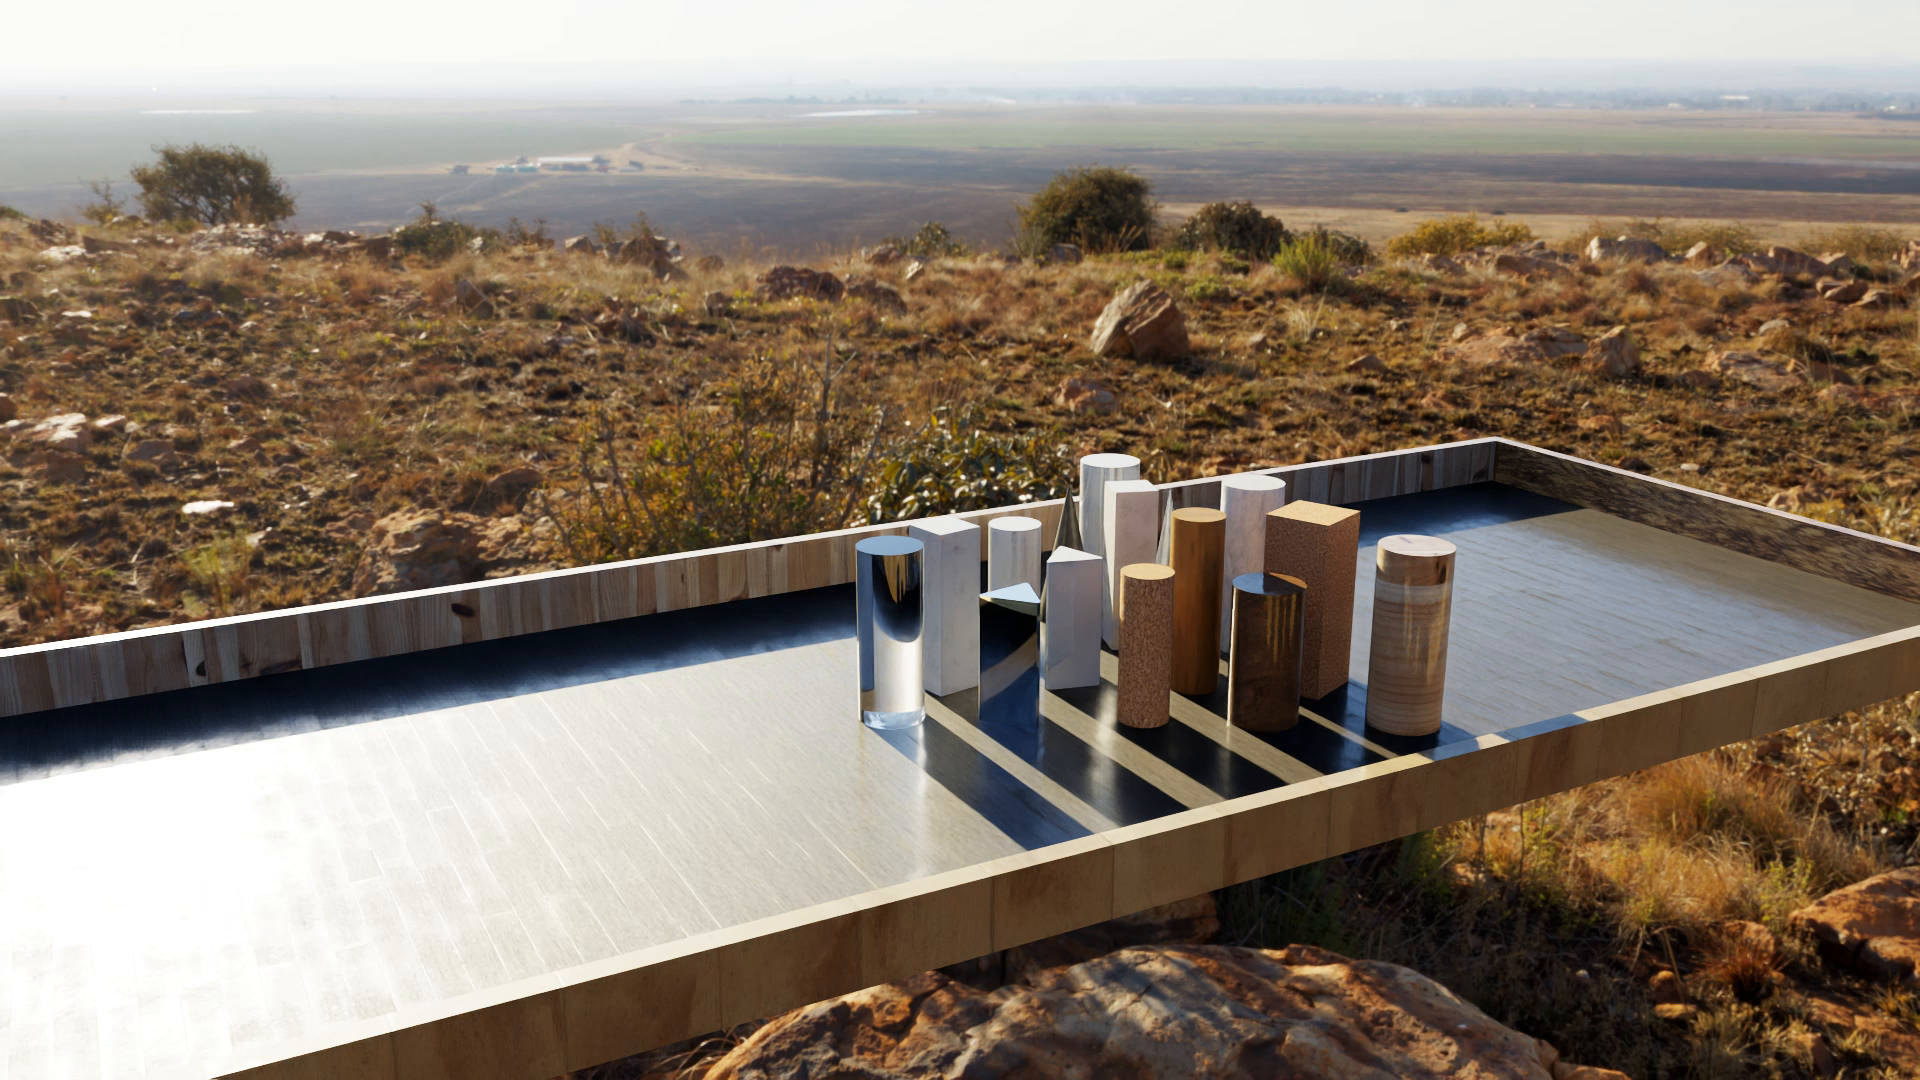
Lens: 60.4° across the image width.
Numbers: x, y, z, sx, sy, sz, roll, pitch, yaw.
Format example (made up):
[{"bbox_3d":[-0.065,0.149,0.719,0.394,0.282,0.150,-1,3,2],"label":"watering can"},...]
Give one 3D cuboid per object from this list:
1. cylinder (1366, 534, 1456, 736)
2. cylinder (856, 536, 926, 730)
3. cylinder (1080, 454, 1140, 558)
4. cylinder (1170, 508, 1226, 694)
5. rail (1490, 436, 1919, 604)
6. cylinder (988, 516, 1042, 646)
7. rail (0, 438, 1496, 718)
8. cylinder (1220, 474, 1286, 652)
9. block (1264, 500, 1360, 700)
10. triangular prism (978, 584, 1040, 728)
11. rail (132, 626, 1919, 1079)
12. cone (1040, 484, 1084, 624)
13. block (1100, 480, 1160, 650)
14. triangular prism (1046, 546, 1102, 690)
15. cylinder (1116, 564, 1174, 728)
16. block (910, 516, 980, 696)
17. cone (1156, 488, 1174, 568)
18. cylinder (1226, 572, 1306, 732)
[{"bbox_3d":[1.045,0.220,3.835,0.173,0.434,0.173,0,16,0],"label":"cylinder"},{"bbox_3d":[-0.163,0.216,3.867,0.159,0.425,0.159,0,16,0],"label":"cylinder"},{"bbox_3d":[0.435,-0.046,4.832,0.172,0.383,0.172,0,16,0],"label":"cylinder"},{"bbox_3d":[0.579,0.150,4.059,0.132,0.442,0.132,0,16,0],"label":"cylinder"},{"bbox_3d":[2.466,-0.048,5.253,0.050,0.150,2.100,-9,18,-27],"label":"rail"},{"bbox_3d":[0.144,0.117,4.363,0.139,0.334,0.139,0,16,0],"label":"cylinder"},{"bbox_3d":[-3.305,0.497,3.399,12.000,0.150,0.050,-9,18,-27],"label":"rail"},{"bbox_3d":[0.760,0.066,4.336,0.163,0.449,0.163,0,16,0],"label":"cylinder"},{"bbox_3d":[0.860,0.146,4.074,0.166,0.443,0.166,13,21,37],"label":"block"},{"bbox_3d":[0.136,0.267,3.896,0.148,0.310,0.128,6,18,20],"label":"triangular prism"},{"bbox_3d":[-2.336,1.006,1.665,12.000,0.150,0.050,-9,18,-27],"label":"rail"},{"bbox_3d":[0.300,0.027,4.565,0.170,0.393,0.170,0,16,0],"label":"cone"},{"bbox_3d":[0.448,0.066,4.367,0.114,0.431,0.114,-3,17,-9],"label":"block"},{"bbox_3d":[0.267,0.191,4.118,0.140,0.331,0.122,-4,17,-13],"label":"triangular prism"},{"bbox_3d":[0.434,0.247,3.866,0.124,0.365,0.124,0,16,0],"label":"cylinder"},{"bbox_3d":[-0.037,0.162,4.072,0.124,0.412,0.124,-13,21,-37],"label":"block"},{"bbox_3d":[0.581,0.027,4.604,0.114,0.372,0.114,0,16,0],"label":"cone"},{"bbox_3d":[0.717,0.262,3.868,0.170,0.335,0.170,0,16,0],"label":"cylinder"}]
